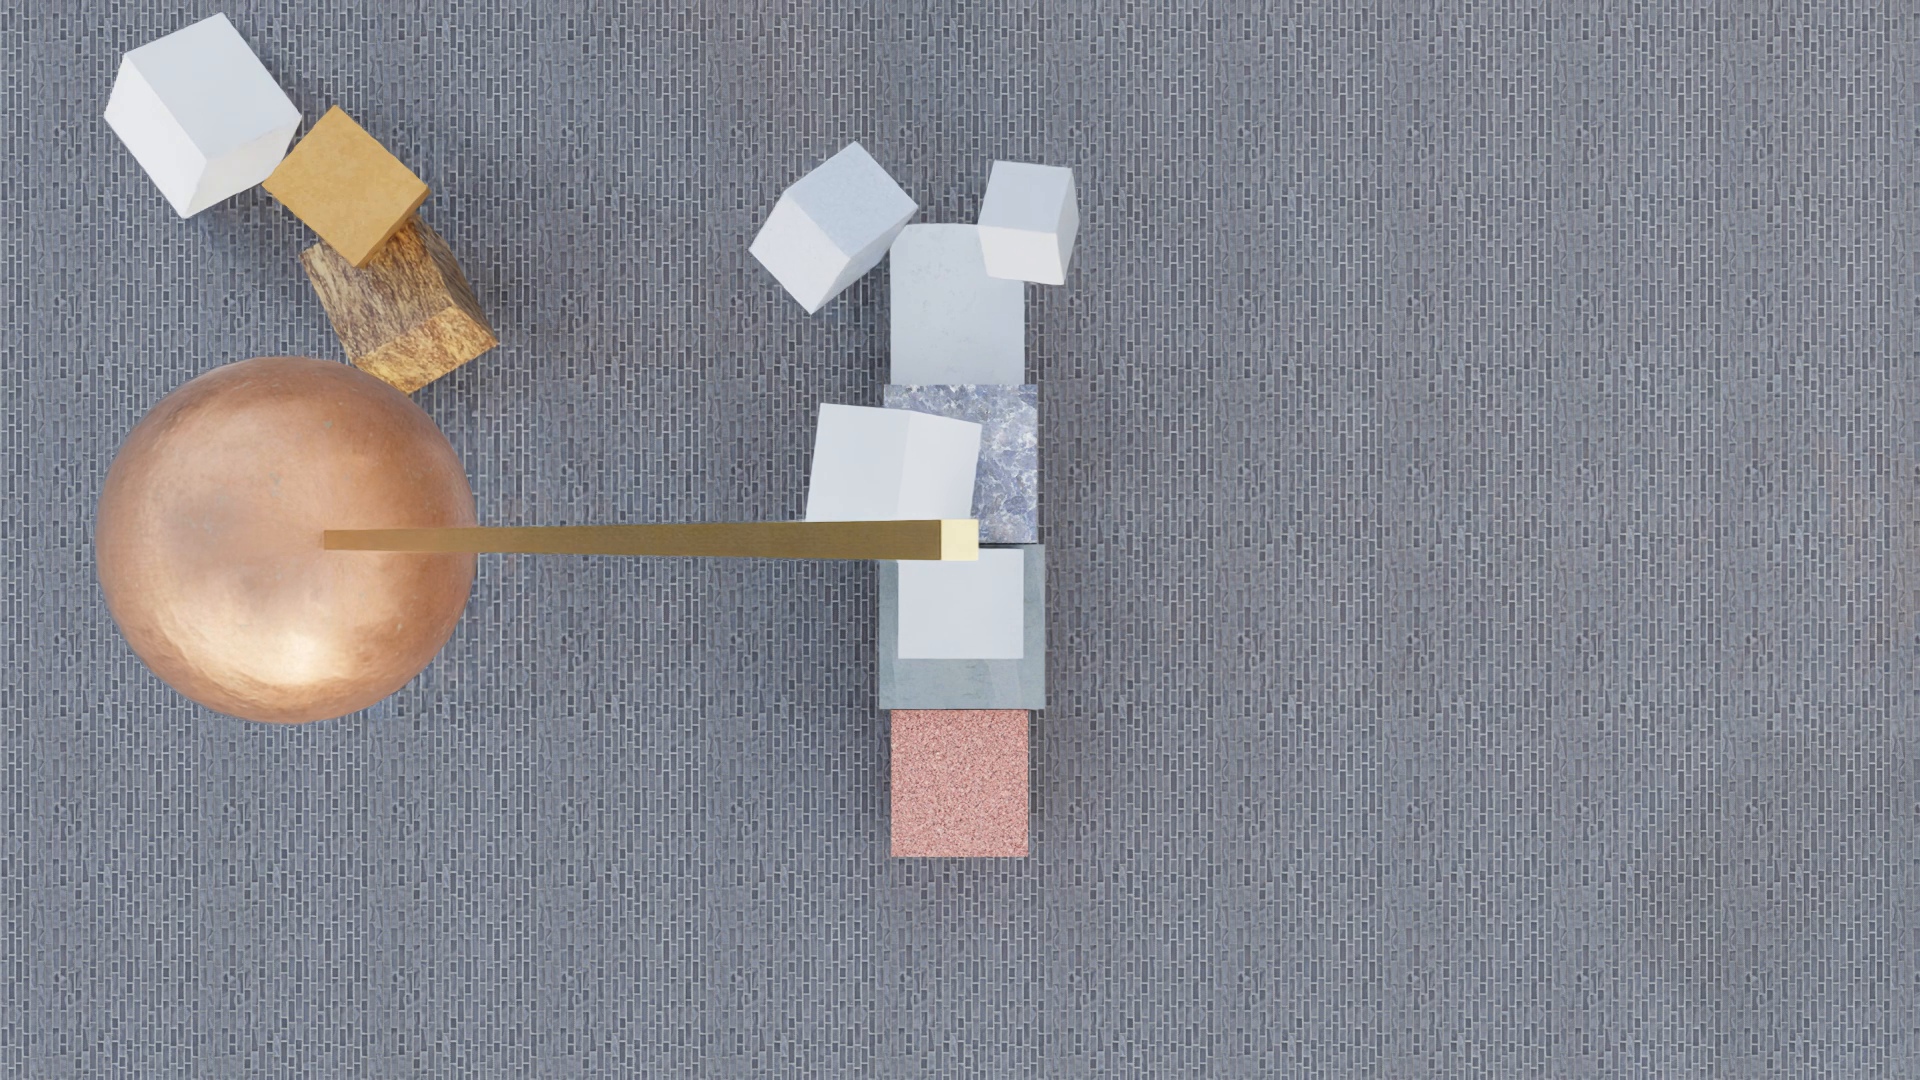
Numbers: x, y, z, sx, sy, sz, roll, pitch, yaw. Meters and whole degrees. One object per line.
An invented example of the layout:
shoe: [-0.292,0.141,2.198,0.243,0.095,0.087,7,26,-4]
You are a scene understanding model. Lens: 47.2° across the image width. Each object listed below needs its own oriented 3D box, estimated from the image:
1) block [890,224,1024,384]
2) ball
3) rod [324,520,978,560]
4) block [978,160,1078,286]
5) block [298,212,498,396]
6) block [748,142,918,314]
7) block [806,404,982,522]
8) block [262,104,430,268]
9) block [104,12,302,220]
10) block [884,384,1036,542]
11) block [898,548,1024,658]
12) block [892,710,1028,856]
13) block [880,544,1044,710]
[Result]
block: [-0.014,-1.318,12.646,0.746,0.709,0.899,0,90,0]
ball: [-2.904,0.000,9.545,1.600,1.600,1.600,0,90,0]
rod: [-1.258,0.000,6.570,0.080,5.200,0.080,0,90,-29]
block: [0.338,-1.550,10.745,0.383,0.431,0.388,8,64,12]
block: [-3.188,-1.367,12.540,0.654,0.777,0.720,-29,77,0]
block: [-0.667,-1.639,11.560,0.480,0.573,0.570,46,55,2]
block: [-0.354,-0.348,11.703,0.644,0.578,0.652,7,90,40]
block: [-3.294,-1.895,11.854,0.628,0.568,0.571,42,87,-13]
block: [-4.275,-2.390,12.415,0.635,0.683,0.733,-38,91,-36]
block: [0.002,-0.421,12.566,0.844,0.869,0.874,0,90,0]
block: [0.005,0.332,11.831,0.651,0.719,0.573,0,90,0]
block: [-0.002,1.358,12.635,0.762,0.730,0.819,0,90,0]
block: [0.012,0.482,12.595,0.917,0.809,0.913,0,90,0]
